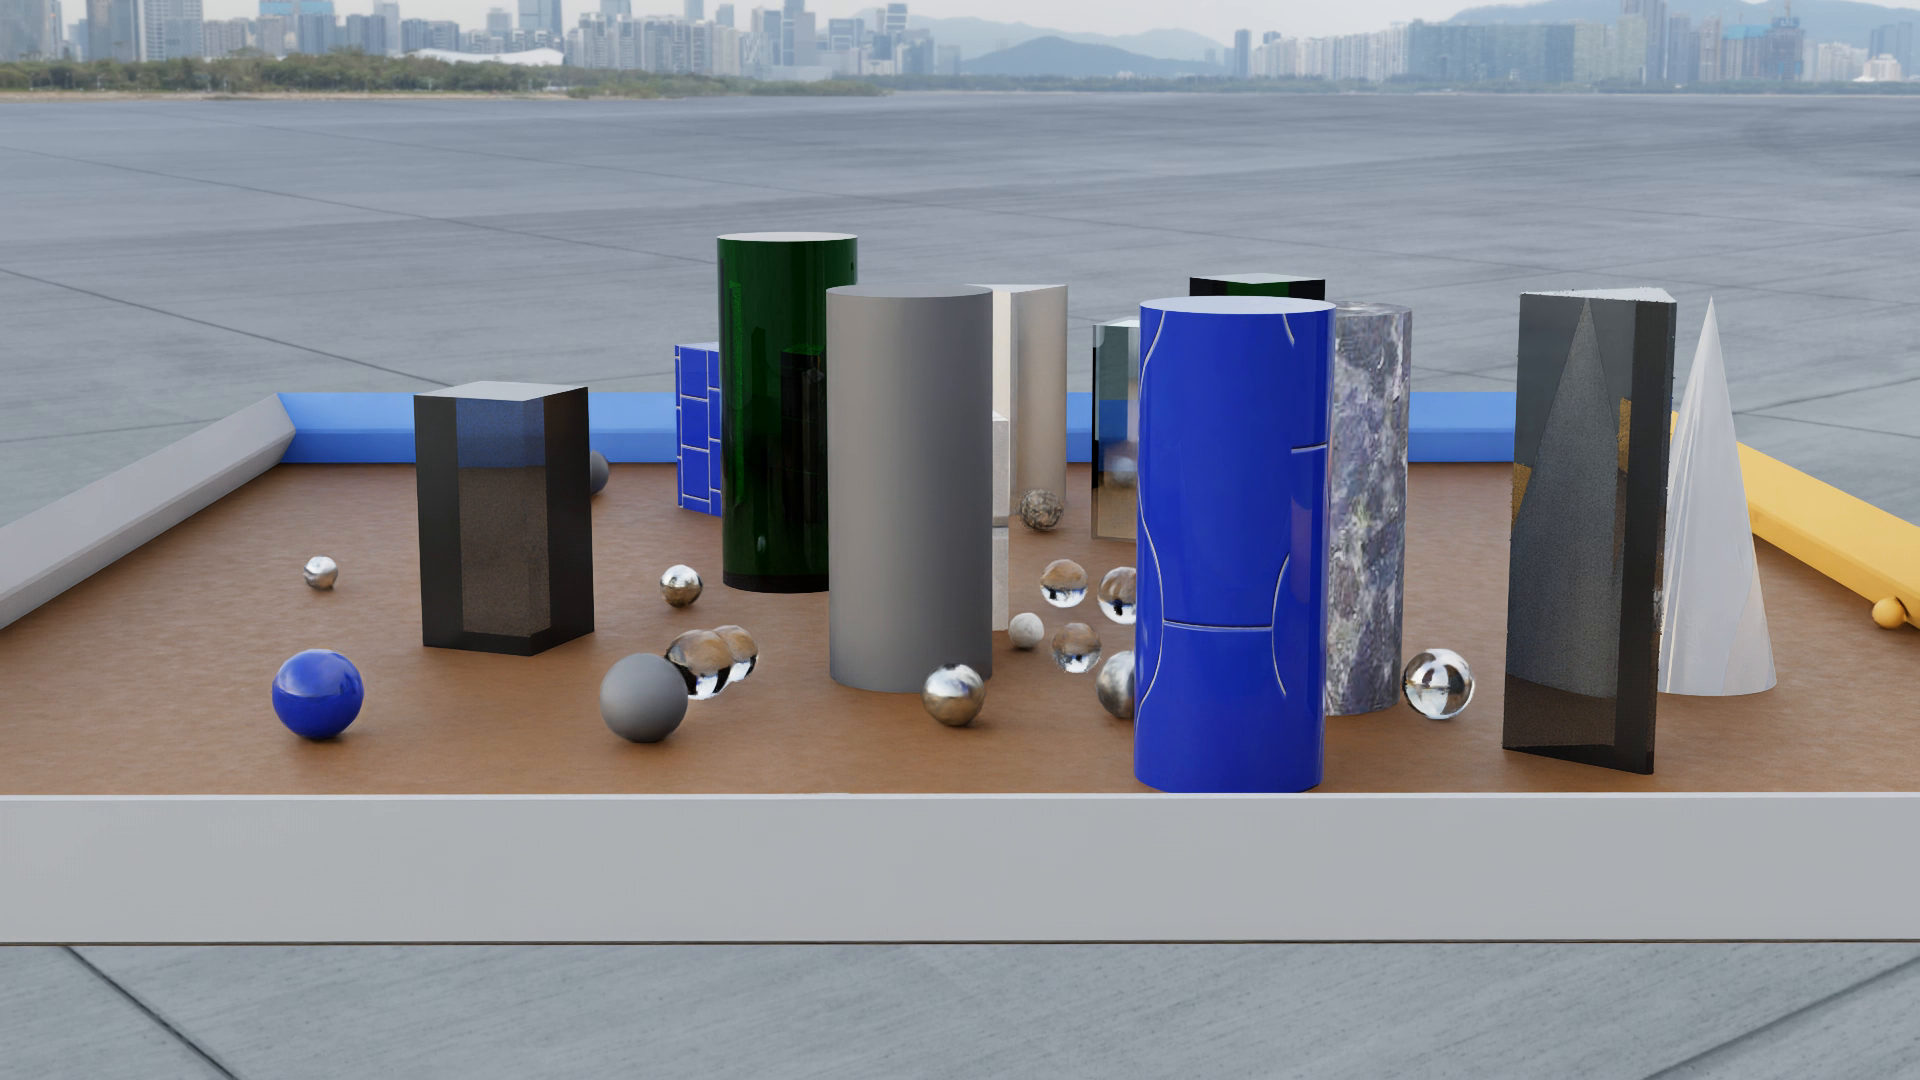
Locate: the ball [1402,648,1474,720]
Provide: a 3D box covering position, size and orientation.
[{"bbox_3d":[0.539,0.162,2.890,0.080,0.080,0.080,0,10,0],"label":"ball"}]

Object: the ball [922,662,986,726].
[{"bbox_3d":[-0.007,0.172,2.863,0.070,0.070,0.070,0,10,0],"label":"ball"}]

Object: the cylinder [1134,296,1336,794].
[{"bbox_3d":[0.279,0.003,2.627,0.197,0.488,0.197,0,10,0],"label":"cylinder"}]

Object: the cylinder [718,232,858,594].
[{"bbox_3d":[-0.242,-0.184,3.632,0.197,0.490,0.197,0,10,0],"label":"cylinder"}]

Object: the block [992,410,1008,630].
[{"bbox_3d":[-0.030,-0.029,3.386,0.158,0.276,0.158,-2,11,-11],"label":"block"}]

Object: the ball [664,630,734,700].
[{"bbox_3d":[-0.303,0.144,2.981,0.081,0.081,0.081,0,10,0],"label":"ball"}]

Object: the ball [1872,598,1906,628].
[{"bbox_3d":[1.215,0.096,3.357,0.041,0.041,0.041,0,10,0],"label":"ball"}]

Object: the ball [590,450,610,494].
[{"bbox_3d":[-0.639,-0.115,4.395,0.077,0.077,0.077,0,10,0],"label":"ball"}]

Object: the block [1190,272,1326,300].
[{"bbox_3d":[0.490,-0.246,4.268,0.158,0.380,0.158,-7,13,-34],"label":"block"}]

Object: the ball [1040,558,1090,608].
[{"bbox_3d":[0.142,0.059,3.483,0.067,0.067,0.067,0,10,0],"label":"ball"}]

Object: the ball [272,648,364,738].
[{"bbox_3d":[-0.703,0.168,2.807,0.099,0.099,0.099,0,10,0],"label":"ball"}]

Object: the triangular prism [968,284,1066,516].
[{"bbox_3d":[0.070,-0.240,4.278,0.148,0.365,0.171,7,12,32],"label":"triangular prism"}]

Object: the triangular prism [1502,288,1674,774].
[{"bbox_3d":[0.698,-0.018,2.731,0.171,0.491,0.148,9,13,39],"label":"triangular prism"}]

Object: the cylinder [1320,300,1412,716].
[{"bbox_3d":[0.416,-0.041,2.965,0.197,0.453,0.197,0,10,0],"label":"cylinder"}]

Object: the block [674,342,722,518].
[{"bbox_3d":[-0.360,-0.186,4.248,0.158,0.271,0.158,-8,13,-38],"label":"block"}]

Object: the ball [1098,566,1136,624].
[{"bbox_3d":[0.220,0.073,3.378,0.078,0.078,0.078,0,10,0],"label":"ball"}]

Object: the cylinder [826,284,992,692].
[{"bbox_3d":[-0.059,-0.067,3.069,0.197,0.464,0.197,0,10,0],"label":"cylinder"}]

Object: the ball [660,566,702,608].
[{"bbox_3d":[-0.379,0.063,3.484,0.058,0.058,0.058,0,10,0],"label":"ball"}]

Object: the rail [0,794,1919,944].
[{"bbox_3d":[0.008,0.271,2.164,2.514,0.128,0.045,0,10,0],"label":"rail"}]

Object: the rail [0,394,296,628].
[{"bbox_3d":[-1.233,0.034,3.442,0.045,0.128,2.661,0,10,0],"label":"rail"}]

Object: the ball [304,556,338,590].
[{"bbox_3d":[-0.899,0.046,3.609,0.047,0.047,0.047,0,10,0],"label":"ball"}]

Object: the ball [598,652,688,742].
[{"bbox_3d":[-0.344,0.171,2.792,0.097,0.097,0.097,0,10,0],"label":"ball"}]

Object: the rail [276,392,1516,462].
[{"bbox_3d":[-0.008,-0.205,4.734,2.514,0.128,0.045,0,10,0],"label":"rail"}]

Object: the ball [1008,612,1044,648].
[{"bbox_3d":[0.084,0.114,3.242,0.045,0.045,0.045,0,10,0],"label":"ball"}]

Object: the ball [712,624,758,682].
[{"bbox_3d":[-0.275,0.135,3.065,0.069,0.069,0.069,0,10,0],"label":"ball"}]

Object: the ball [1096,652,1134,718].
[{"bbox_3d":[0.190,0.163,2.895,0.075,0.075,0.075,0,10,0],"label":"ball"}]

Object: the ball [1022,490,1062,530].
[{"bbox_3d":[0.129,-0.047,4.063,0.064,0.064,0.064,0,10,0],"label":"ball"}]

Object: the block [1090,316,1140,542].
[{"bbox_3d":[0.308,-0.173,4.002,0.158,0.334,0.158,5,12,24],"label":"block"}]

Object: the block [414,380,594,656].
[{"bbox_3d":[-0.579,-0.031,3.270,0.158,0.321,0.158,4,11,22],"label":"block"}]

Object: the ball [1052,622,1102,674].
[{"bbox_3d":[0.142,0.131,3.111,0.061,0.061,0.061,0,10,0],"label":"ball"}]

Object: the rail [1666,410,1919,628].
[{"bbox_3d":[1.233,0.032,3.456,0.045,0.128,2.661,0,10,0],"label":"rail"}]

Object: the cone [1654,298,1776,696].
[{"bbox_3d":[0.883,-0.062,3.055,0.197,0.460,0.197,0,10,0],"label":"cone"}]
